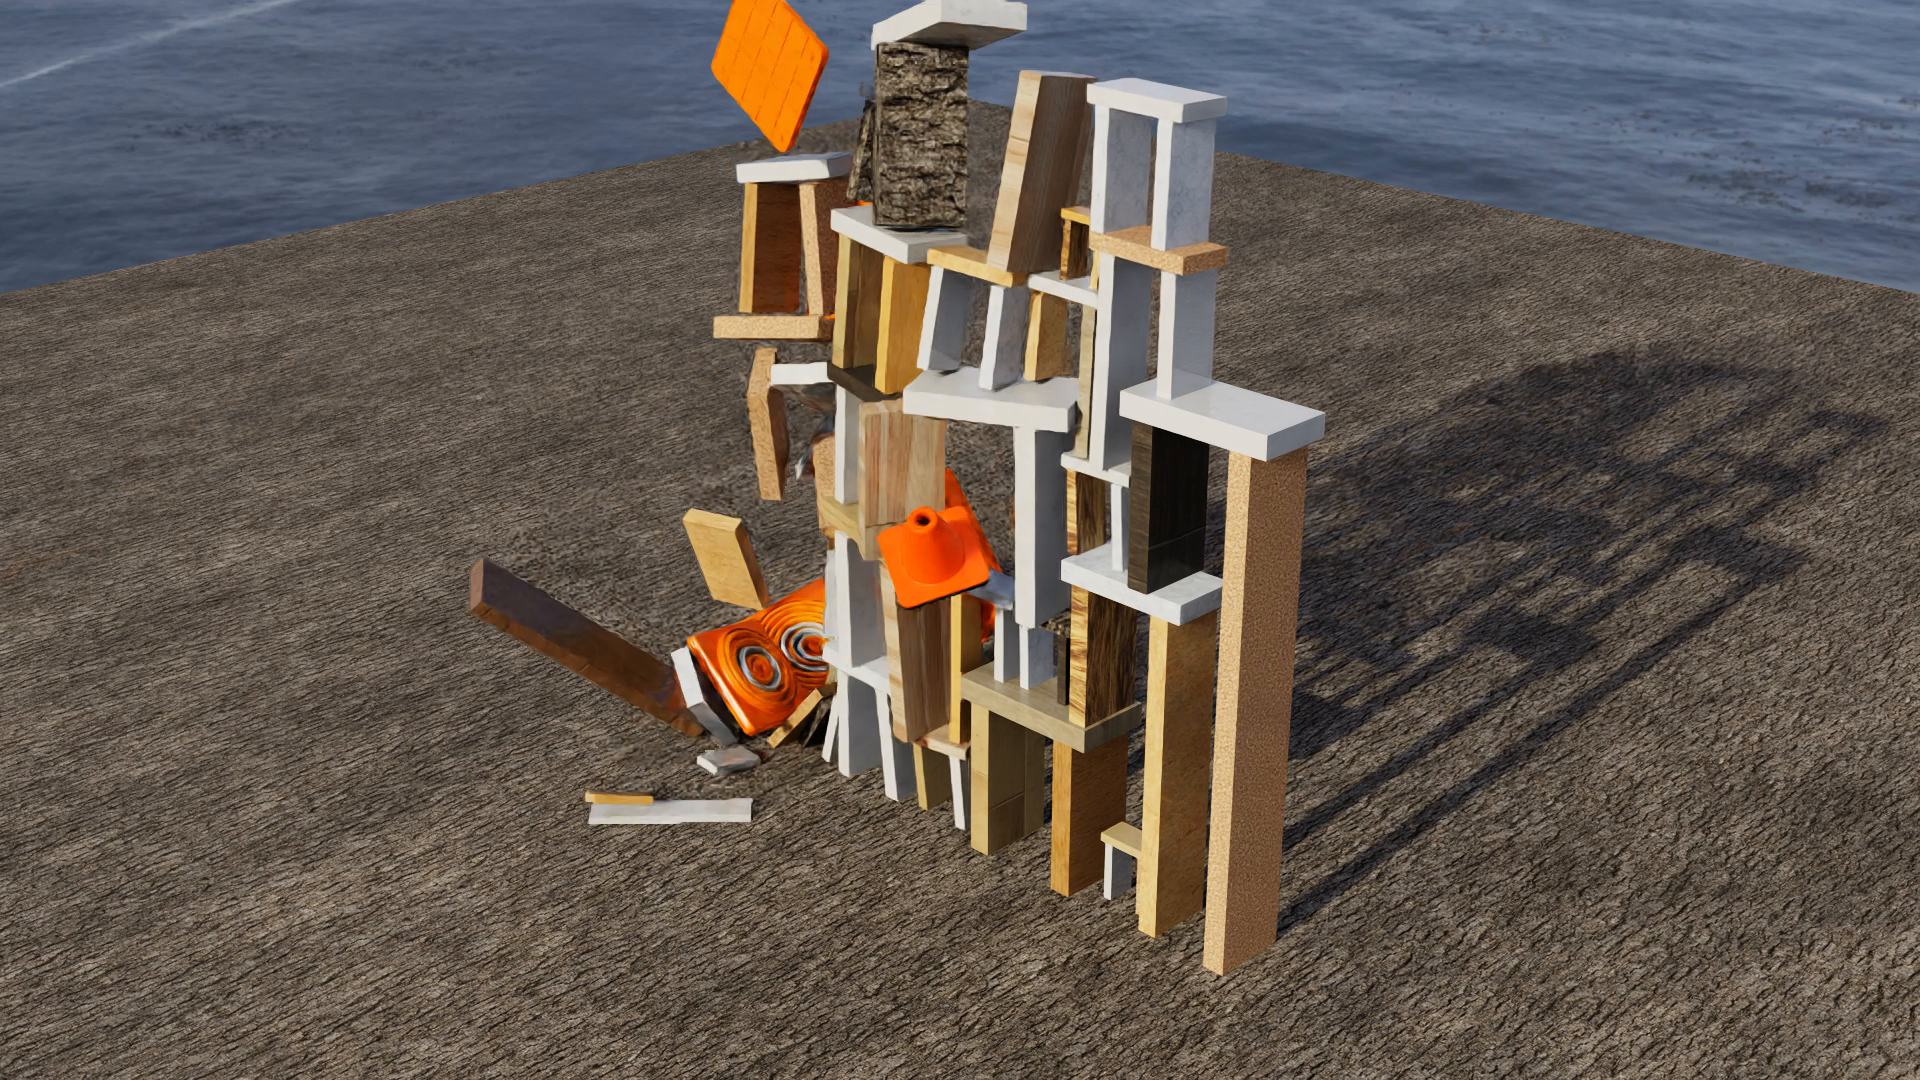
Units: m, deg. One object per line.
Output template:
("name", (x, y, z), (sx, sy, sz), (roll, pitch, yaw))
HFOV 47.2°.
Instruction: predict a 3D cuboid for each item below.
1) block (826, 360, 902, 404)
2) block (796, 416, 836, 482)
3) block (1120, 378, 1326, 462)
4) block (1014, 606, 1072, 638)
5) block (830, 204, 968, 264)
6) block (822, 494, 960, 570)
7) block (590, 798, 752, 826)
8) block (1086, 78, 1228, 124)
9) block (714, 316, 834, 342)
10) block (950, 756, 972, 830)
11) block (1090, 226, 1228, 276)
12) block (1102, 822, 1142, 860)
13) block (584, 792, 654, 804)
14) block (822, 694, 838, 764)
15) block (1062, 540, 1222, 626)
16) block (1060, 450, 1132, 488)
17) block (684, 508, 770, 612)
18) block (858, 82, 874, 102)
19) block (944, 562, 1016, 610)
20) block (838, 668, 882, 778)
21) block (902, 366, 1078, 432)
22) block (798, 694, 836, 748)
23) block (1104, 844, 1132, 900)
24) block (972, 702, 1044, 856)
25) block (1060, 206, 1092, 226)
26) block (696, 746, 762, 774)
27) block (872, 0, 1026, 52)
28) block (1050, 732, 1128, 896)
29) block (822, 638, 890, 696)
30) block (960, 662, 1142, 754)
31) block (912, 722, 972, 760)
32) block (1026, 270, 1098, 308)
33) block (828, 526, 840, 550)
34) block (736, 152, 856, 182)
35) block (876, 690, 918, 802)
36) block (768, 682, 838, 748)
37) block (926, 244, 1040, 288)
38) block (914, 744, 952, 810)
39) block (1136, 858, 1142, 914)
("block", (-0.141, -0.298, 4.189), (0.123, 0.035, 0.247), (-12, 28, -29))
("block", (-0.262, -0.188, 4.685), (0.116, 0.232, 0.033), (5, 63, -19))
("block", (0.435, -0.210, 3.663), (0.311, 0.044, 0.155), (21, 31, 41))
("block", (0.177, 0.143, 4.094), (0.142, 0.020, 0.071), (19, 31, 38))
("block", (-0.114, -0.568, 4.058), (0.130, 0.037, 0.261), (-13, 28, -32))
("block", (-0.138, -0.030, 4.299), (0.145, 0.041, 0.290), (-16, 29, -26))
("block", (-0.583, 0.549, 4.443), (0.324, 0.017, 0.062), (-1, 23, -2))
("block", (0.320, -0.720, 3.595), (0.106, 0.030, 0.212), (-18, 29, -39))
("block", (-0.335, -0.418, 4.360), (0.290, 0.041, 0.145), (5, 4, 40))
("block", (0.021, 0.486, 4.395), (0.024, 0.167, 0.084), (14, 29, 37))
("block", (0.330, -0.487, 3.667), (0.107, 0.030, 0.214), (-17, 29, -39))
("block", (0.328, 0.564, 4.105), (0.119, 0.017, 0.059), (21, 31, 41))
("block", (-0.683, 0.518, 4.407), (0.123, 0.017, 0.062), (5, -3, -29))
("block", (-0.236, 0.385, 4.626), (0.088, 0.175, 0.025), (-19, 48, -35))
("block", (0.328, 0.073, 3.898), (0.275, 0.039, 0.138), (21, 31, 41))
("block", (0.263, -0.132, 3.894), (0.158, 0.022, 0.079), (20, 29, 40))
("block", (-0.509, 0.044, 4.813), (0.130, 0.259, 0.037), (12, 51, 24))
("block", (-0.109, -0.815, 4.077), (0.091, 0.026, 0.183), (5, 16, -29))
("block", (0.058, 0.086, 4.176), (0.158, 0.022, 0.079), (21, 31, 31))
("block", (-0.193, 0.364, 4.579), (0.124, 0.247, 0.035), (-20, 34, -34))
("block", (0.069, -0.257, 3.948), (0.309, 0.044, 0.154), (8, 26, 18))
("block", (-0.278, 0.377, 4.668), (0.088, 0.175, 0.025), (-21, 68, -33))
("block", (0.300, 0.616, 4.157), (0.017, 0.119, 0.059), (21, 31, 41))
("block", (0.095, 0.442, 4.309), (0.045, 0.320, 0.160), (21, 31, 41))
("block", (0.229, -0.554, 3.787), (0.104, 0.015, 0.052), (24, 26, 40))
("block", (-0.484, 0.462, 4.613), (0.062, 0.017, 0.123), (27, 22, 38))
("block", (-0.023, -0.911, 3.911), (0.161, 0.046, 0.322), (0, 3, -23))
("block", (0.246, 0.501, 4.170), (0.045, 0.320, 0.160), (21, 31, 41))
("block", (-0.157, 0.249, 4.482), (0.124, 0.035, 0.247), (-21, 30, -35))
("block", (0.170, 0.303, 4.168), (0.320, 0.045, 0.160), (21, 31, 41))
("block", (-0.033, 0.388, 4.381), (0.167, 0.024, 0.084), (15, 32, 33))
("block", (0.209, -0.438, 3.831), (0.173, 0.024, 0.086), (22, 25, 38))
("block", (-0.217, 0.023, 4.510), (0.096, 0.192, 0.027), (-5, 64, -2))
("block", (-0.303, -0.728, 4.291), (0.253, 0.036, 0.126), (5, 19, 42))
("block", (-0.103, 0.398, 4.495), (0.124, 0.248, 0.035), (-24, 31, -36))
("block", (-0.325, 0.370, 4.649), (0.025, 0.175, 0.088), (51, 27, 14))
("block", (0.043, -0.487, 3.900), (0.185, 0.026, 0.093), (20, 22, 31))
("block", (-0.051, 0.456, 4.463), (0.084, 0.167, 0.024), (-26, 32, -37))
("block", (0.356, 0.638, 4.106), (0.017, 0.119, 0.059), (21, 31, 41))
